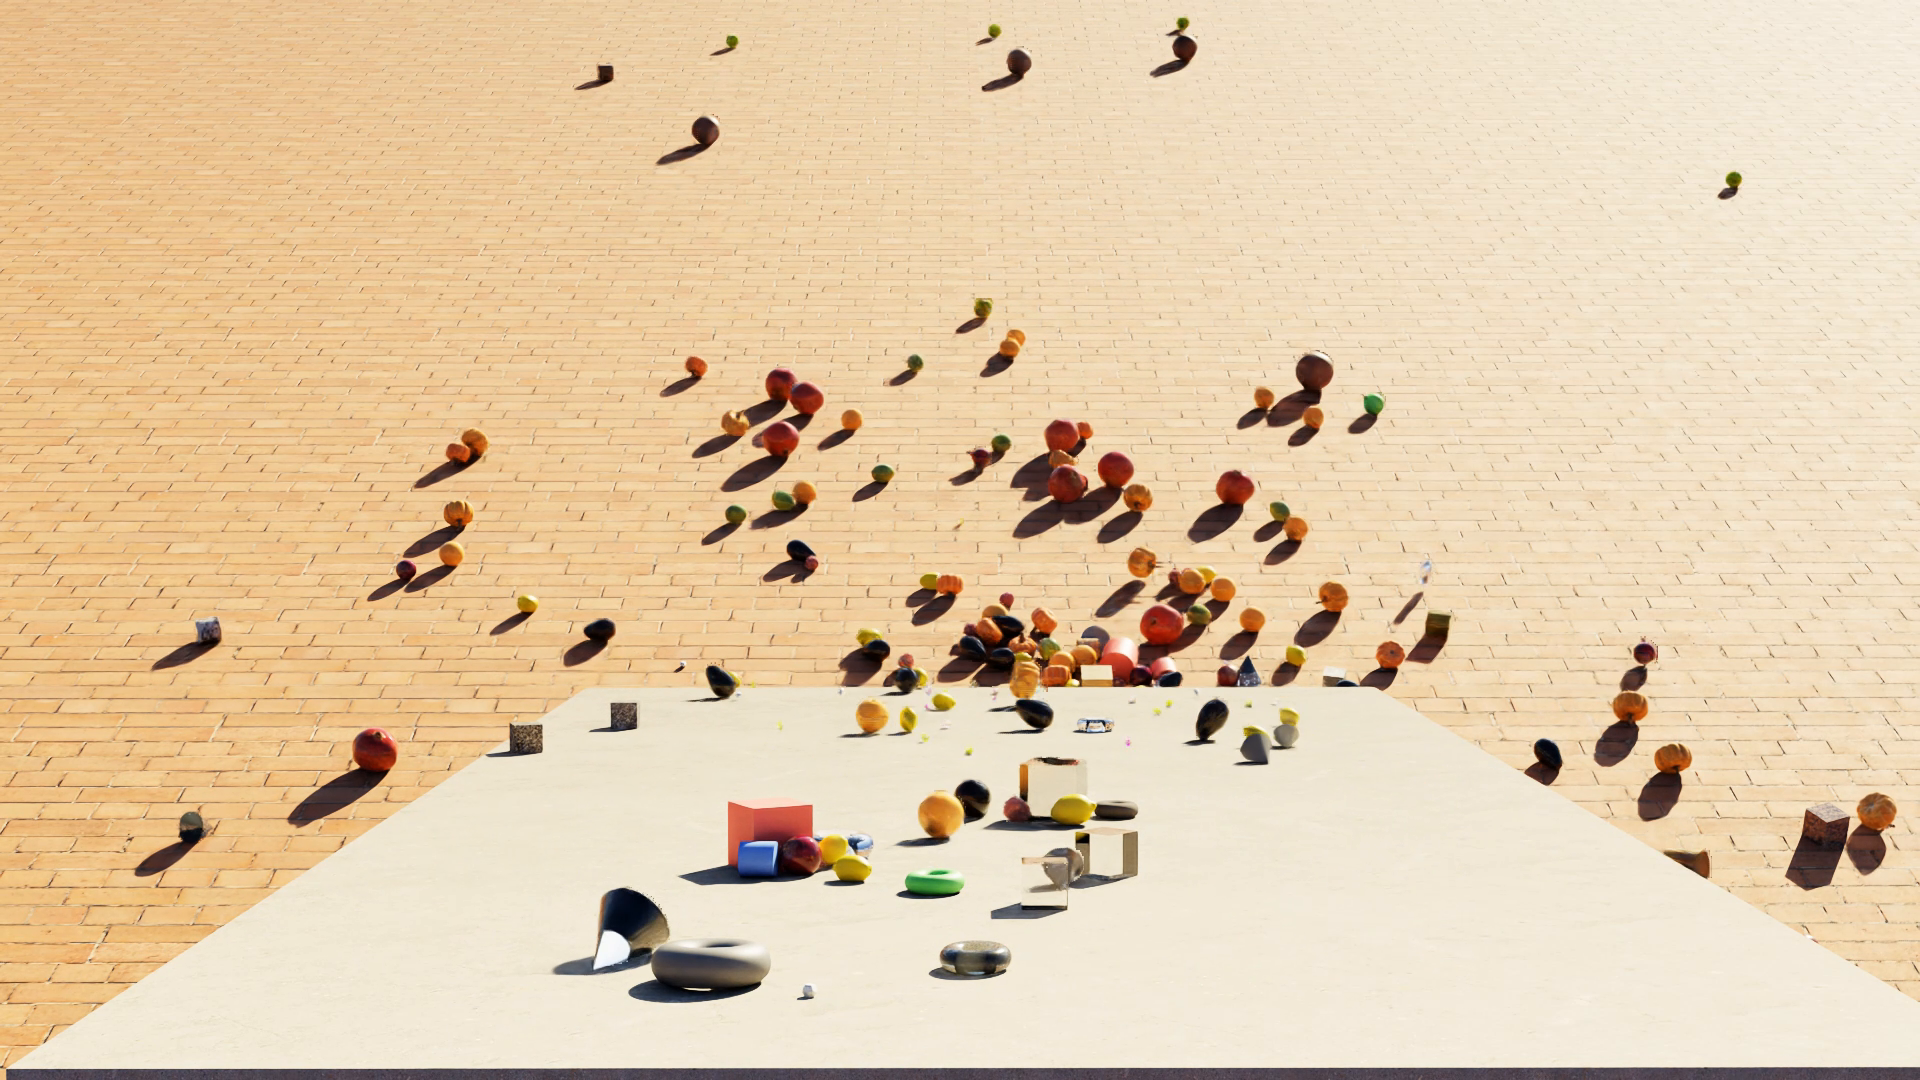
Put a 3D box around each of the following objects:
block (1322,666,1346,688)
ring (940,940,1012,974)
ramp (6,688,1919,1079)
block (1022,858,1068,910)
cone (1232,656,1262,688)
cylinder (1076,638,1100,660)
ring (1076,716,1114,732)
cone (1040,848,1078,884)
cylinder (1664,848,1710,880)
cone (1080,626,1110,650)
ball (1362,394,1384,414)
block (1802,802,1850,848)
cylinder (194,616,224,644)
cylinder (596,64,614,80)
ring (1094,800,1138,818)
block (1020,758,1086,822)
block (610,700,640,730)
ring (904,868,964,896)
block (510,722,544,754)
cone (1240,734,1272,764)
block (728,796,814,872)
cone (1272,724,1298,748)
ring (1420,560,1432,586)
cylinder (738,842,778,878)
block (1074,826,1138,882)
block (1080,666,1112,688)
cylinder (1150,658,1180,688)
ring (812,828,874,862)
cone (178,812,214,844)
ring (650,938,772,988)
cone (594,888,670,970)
[{"bbox_3d":[0.976,0.368,6.717,0.054,0.054,0.054,7,25,14],"label":"block"},{"bbox_3d":[0.018,0.490,3.021,0.086,0.029,0.086,-1,3,0],"label":"ring"},{"bbox_3d":[0.055,0.498,4.545,2.000,0.100,4.000,0,2,0],"label":"ramp"},{"bbox_3d":[0.113,0.458,3.435,0.061,0.061,0.061,0,2,0],"label":"block"},{"bbox_3d":[0.755,0.335,6.762,0.080,0.080,0.080,0,24,0],"label":"cone"},{"bbox_3d":[0.342,0.291,6.889,0.055,0.055,0.055,-2,24,-4],"label":"cylinder"},{"bbox_3d":[0.293,0.397,5.550,0.083,0.028,0.083,-1,1,0],"label":"ring"},{"bbox_3d":[0.142,0.470,3.600,0.057,0.057,0.057,-4,48,-8],"label":"cone"},{"bbox_3d":[1.409,0.635,5.000,0.069,0.069,0.069,1,19,40],"label":"cylinder"},{"bbox_3d":[0.361,0.271,6.959,0.080,0.080,0.080,-2,-3,-4],"label":"cone"},{"bbox_3d":[1.372,-0.451,8.542,0.070,0.070,0.070,0,24,0],"label":"ball"},{"bbox_3d":[2.025,0.667,6.024,0.071,0.071,0.071,-11,26,-23],"label":"block"},{"bbox_3d":[-2.037,0.245,6.986,0.062,0.062,0.062,-29,33,-17],"label":"cylinder"},{"bbox_3d":[-1.751,-2.308,12.715,0.073,0.073,0.073,-7,25,-15],"label":"cylinder"},{"bbox_3d":[0.258,0.446,4.262,0.075,0.025,0.075,1,1,0],"label":"ring"},{"bbox_3d":[0.154,0.412,4.249,0.092,0.092,0.092,1,2,16],"label":"block"},{"bbox_3d":[-0.729,0.380,5.611,0.058,0.058,0.058,0,2,-1],"label":"block"},{"bbox_3d":[-0.035,0.471,3.548,0.083,0.028,0.083,-1,3,0],"label":"ring"},{"bbox_3d":[-0.871,0.397,5.171,0.057,0.057,0.057,-1,2,-20],"label":"block"},{"bbox_3d":[0.584,0.417,4.978,0.064,0.064,0.064,-7,31,-15],"label":"cone"},{"bbox_3d":[-0.277,0.430,3.760,0.094,0.094,0.094,-1,2,-28],"label":"block"},{"bbox_3d":[0.664,0.410,5.232,0.053,0.053,0.053,1,29,2],"label":"cone"},{"bbox_3d":[1.318,0.092,7.284,0.025,0.076,0.076,11,26,21],"label":"ring"},{"bbox_3d":[-0.287,0.455,3.671,0.051,0.051,0.051,0,24,5],"label":"cylinder"},{"bbox_3d":[0.209,0.448,3.677,0.064,0.064,0.064,2,3,43],"label":"block"},{"bbox_3d":[0.353,0.378,6.665,0.079,0.079,0.079,0,24,1],"label":"block"},{"bbox_3d":[0.536,0.354,6.732,0.069,0.069,0.069,-2,24,-4],"label":"cylinder"},{"bbox_3d":[-0.184,0.456,3.840,0.113,0.038,0.113,-1,3,0],"label":"ring"},{"bbox_3d":[-1.780,0.675,6.052,0.076,0.076,0.076,13,0,27],"label":"cone"},{"bbox_3d":[-0.285,0.484,2.946,0.137,0.046,0.137,0,-2,0],"label":"ring"},{"bbox_3d":[-0.411,0.481,3.060,0.096,0.096,0.096,10,33,21],"label":"cone"}]
